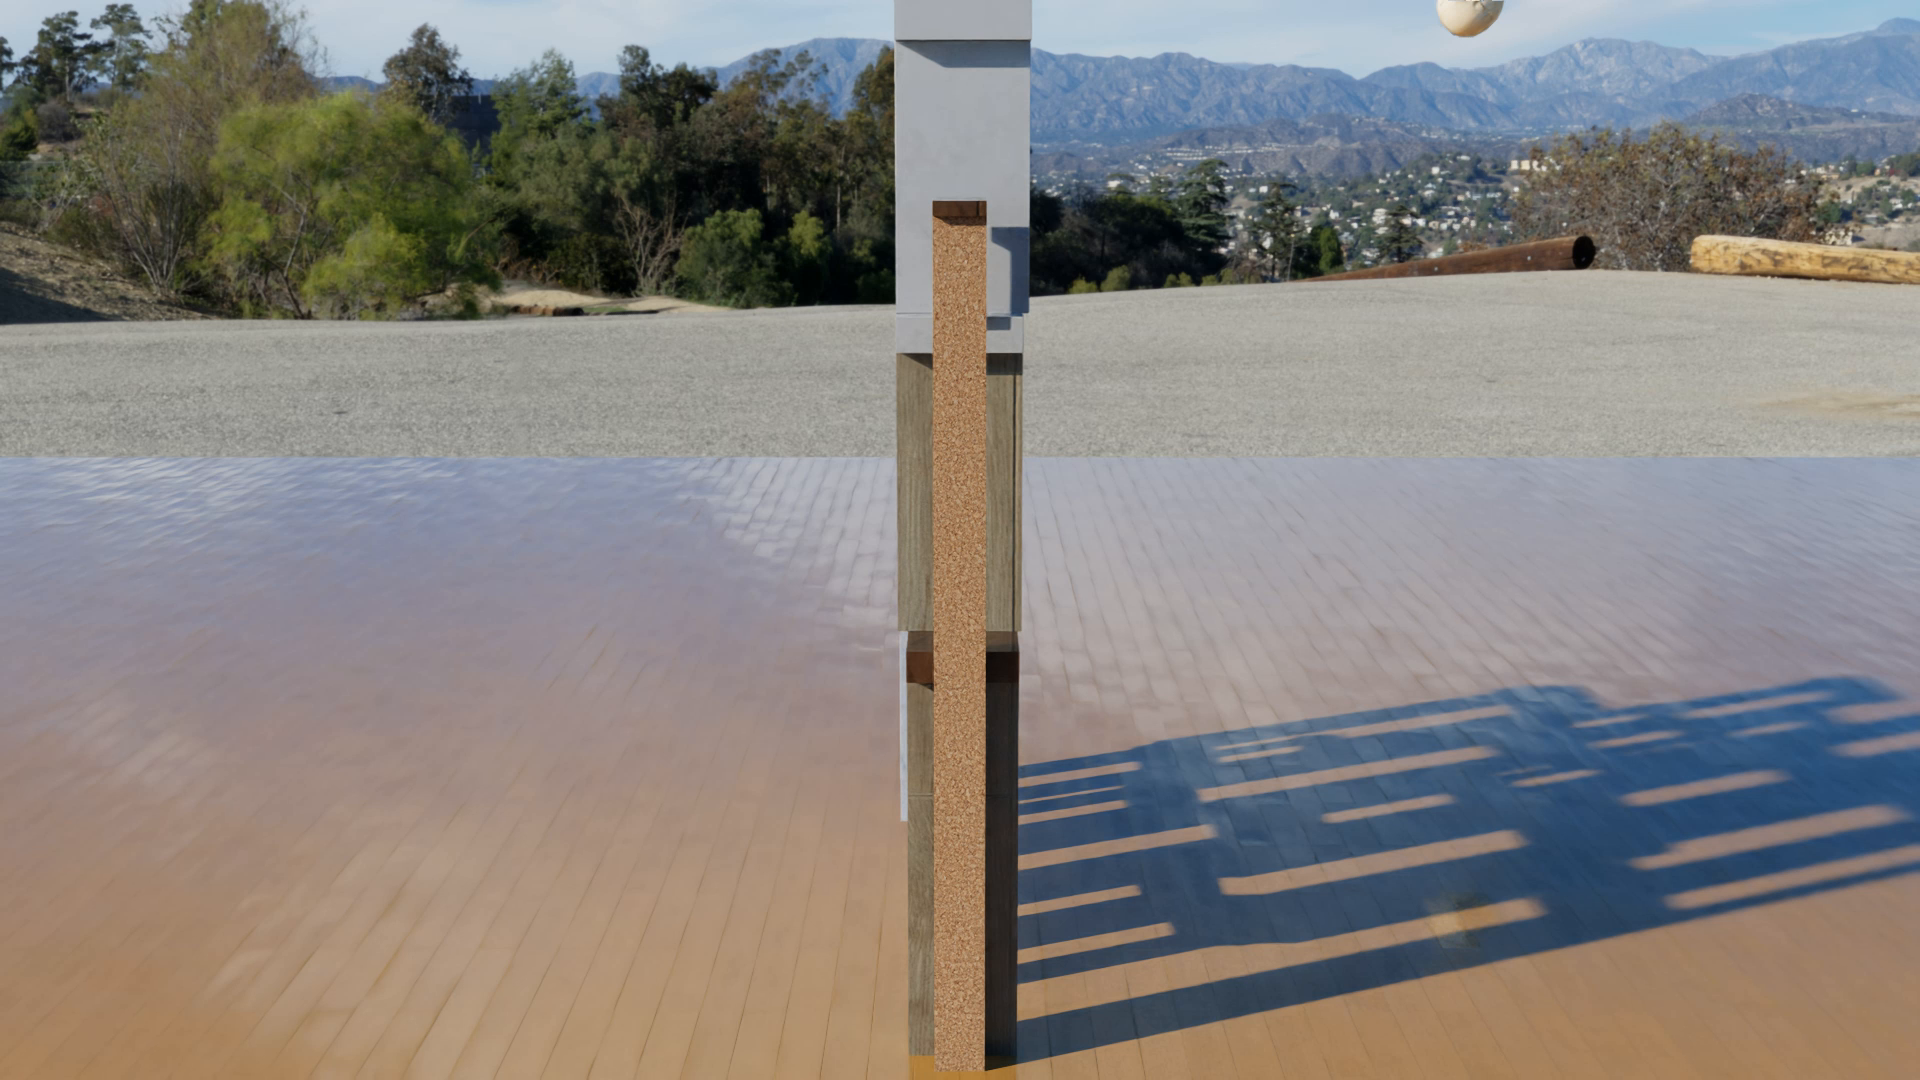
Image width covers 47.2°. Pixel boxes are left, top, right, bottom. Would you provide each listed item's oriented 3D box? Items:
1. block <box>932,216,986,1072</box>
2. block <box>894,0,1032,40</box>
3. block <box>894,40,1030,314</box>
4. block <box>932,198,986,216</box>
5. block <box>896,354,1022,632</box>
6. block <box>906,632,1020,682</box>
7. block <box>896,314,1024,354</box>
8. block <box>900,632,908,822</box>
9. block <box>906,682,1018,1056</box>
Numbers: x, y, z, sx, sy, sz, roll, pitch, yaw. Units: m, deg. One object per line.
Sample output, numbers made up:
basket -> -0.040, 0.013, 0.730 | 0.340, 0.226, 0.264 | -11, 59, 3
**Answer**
block -> -0.001, 0.154, 2.880 | 0.068, 1.146, 0.019 | 0, 11, 0
block -> 0.005, -0.707, 3.023 | 0.179, 0.051, 0.357 | 0, 11, 0
block -> 0.004, -0.484, 2.943 | 0.179, 0.357, 0.051 | 0, 11, 0
block -> -0.001, -0.427, 2.817 | 0.068, 0.019, 0.136 | 0, 11, 0
block -> 0.000, -0.068, 2.998 | 0.169, 0.385, 0.048 | 0, 11, 0
block -> 0.004, 0.140, 3.043 | 0.149, 0.042, 0.298 | 0, 11, 0
block -> 0.000, -0.302, 3.069 | 0.169, 0.048, 0.338 | 0, 11, 0
block -> -0.004, 0.249, 3.277 | 0.169, 0.338, 0.048 | 0, 11, 0
block -> 0.004, 0.442, 2.998 | 0.149, 0.535, 0.042 | 0, 11, 0
